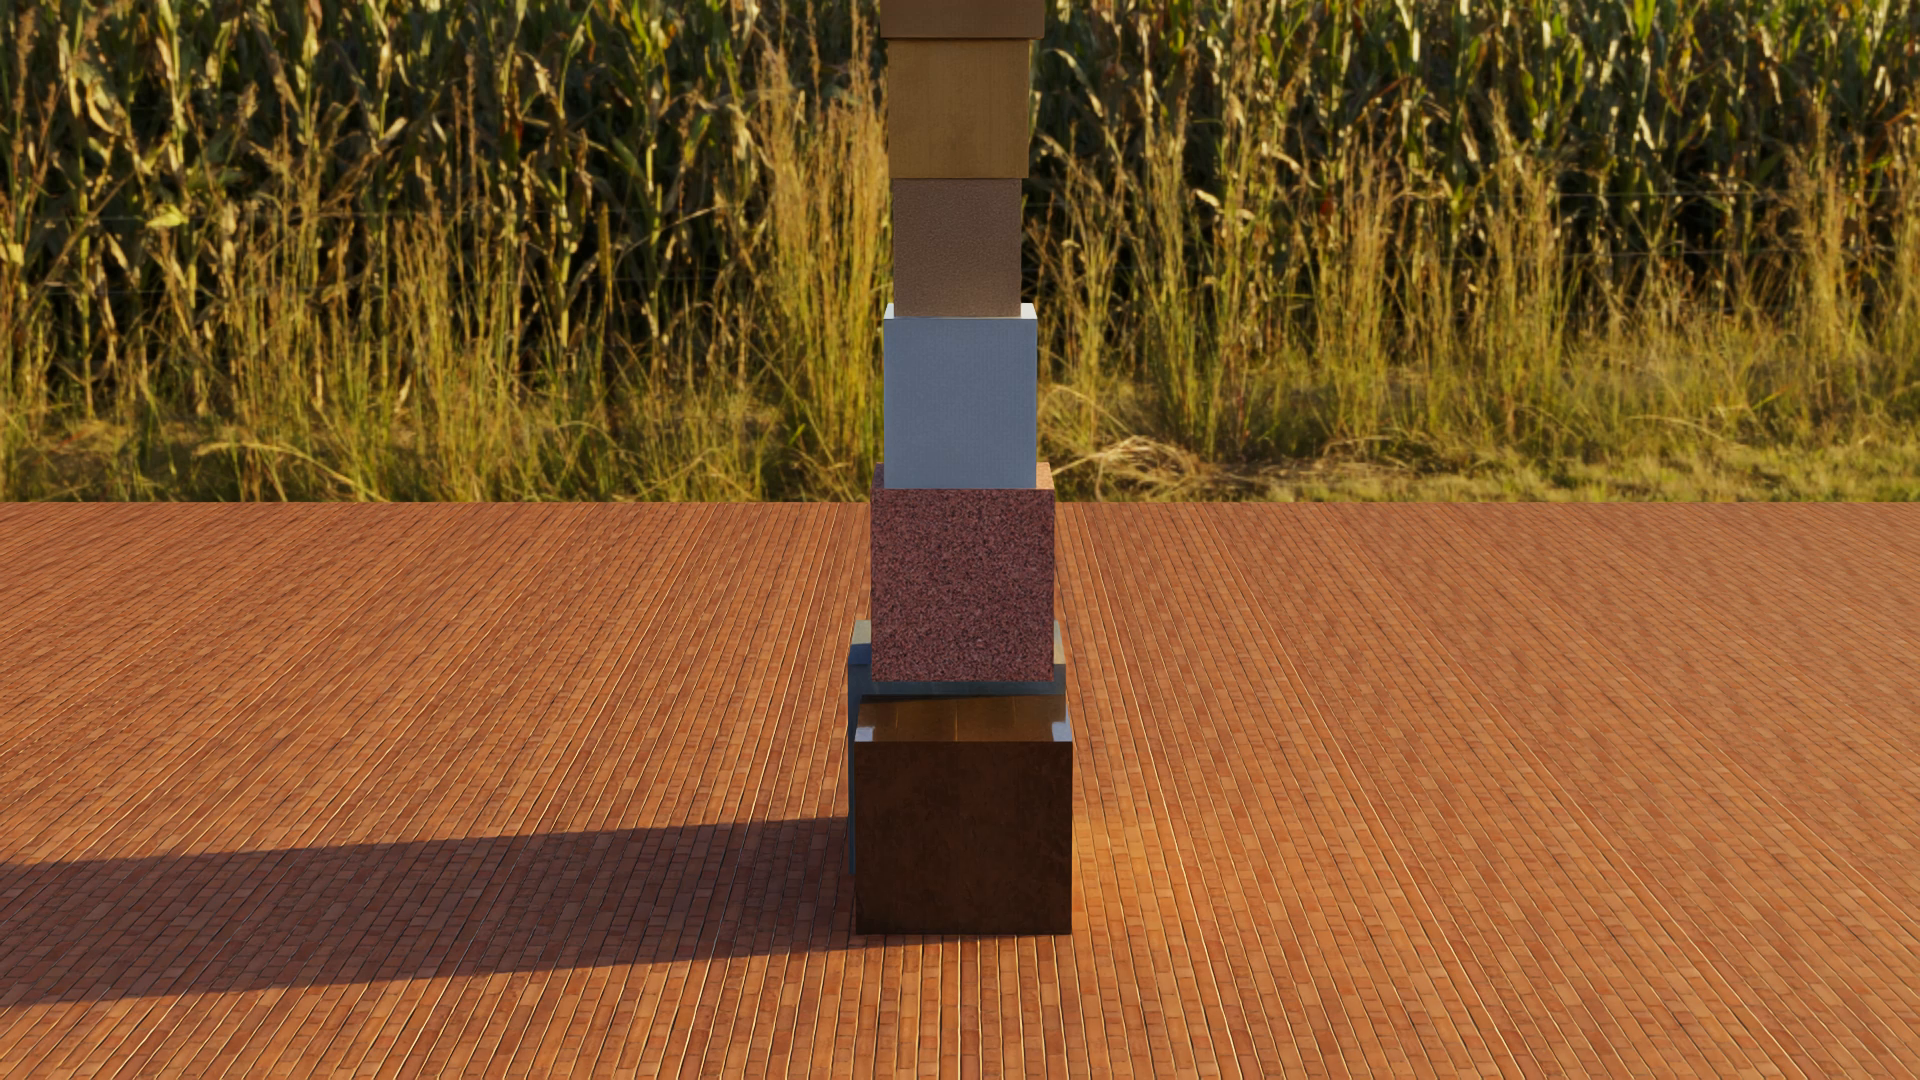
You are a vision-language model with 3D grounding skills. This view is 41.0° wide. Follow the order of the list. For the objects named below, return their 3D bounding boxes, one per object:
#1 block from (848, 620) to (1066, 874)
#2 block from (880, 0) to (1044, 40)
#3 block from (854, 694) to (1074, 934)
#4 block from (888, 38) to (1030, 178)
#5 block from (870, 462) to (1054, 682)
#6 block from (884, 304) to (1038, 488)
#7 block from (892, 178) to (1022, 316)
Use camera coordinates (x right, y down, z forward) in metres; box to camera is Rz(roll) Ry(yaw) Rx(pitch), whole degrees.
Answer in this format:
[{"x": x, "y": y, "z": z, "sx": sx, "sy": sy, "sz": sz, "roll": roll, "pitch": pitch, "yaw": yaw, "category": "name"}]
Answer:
[{"x": -0.015, "y": 0.932, "z": 11.763, "sx": 0.957, "sy": 0.958, "sz": 0.912, "roll": 0, "pitch": 10, "yaw": 0, "category": "block"}, {"x": 0.010, "y": -2.436, "z": 10.738, "sx": 0.670, "sy": 0.663, "sz": 0.679, "roll": 0, "pitch": 10, "yaw": 0, "category": "block"}, {"x": 0.015, "y": 1.154, "z": 10.921, "sx": 0.891, "sy": 0.823, "sz": 0.804, "roll": 0, "pitch": 10, "yaw": 0, "category": "block"}, {"x": -0.005, "y": -1.829, "z": 10.848, "sx": 0.579, "sy": 0.569, "sz": 0.576, "roll": 0, "pitch": 10, "yaw": 0, "category": "block"}, {"x": 0.011, "y": 0.126, "z": 11.203, "sx": 0.774, "sy": 0.827, "sz": 0.752, "roll": 0, "pitch": 10, "yaw": 0, "category": "block"}, {"x": 0.001, "y": -0.632, "z": 11.065, "sx": 0.639, "sy": 0.715, "sz": 0.726, "roll": 0, "pitch": 10, "yaw": 0, "category": "block"}, {"x": -0.011, "y": -1.266, "z": 10.950, "sx": 0.533, "sy": 0.575, "sz": 0.552, "roll": 0, "pitch": 10, "yaw": 0, "category": "block"}]
